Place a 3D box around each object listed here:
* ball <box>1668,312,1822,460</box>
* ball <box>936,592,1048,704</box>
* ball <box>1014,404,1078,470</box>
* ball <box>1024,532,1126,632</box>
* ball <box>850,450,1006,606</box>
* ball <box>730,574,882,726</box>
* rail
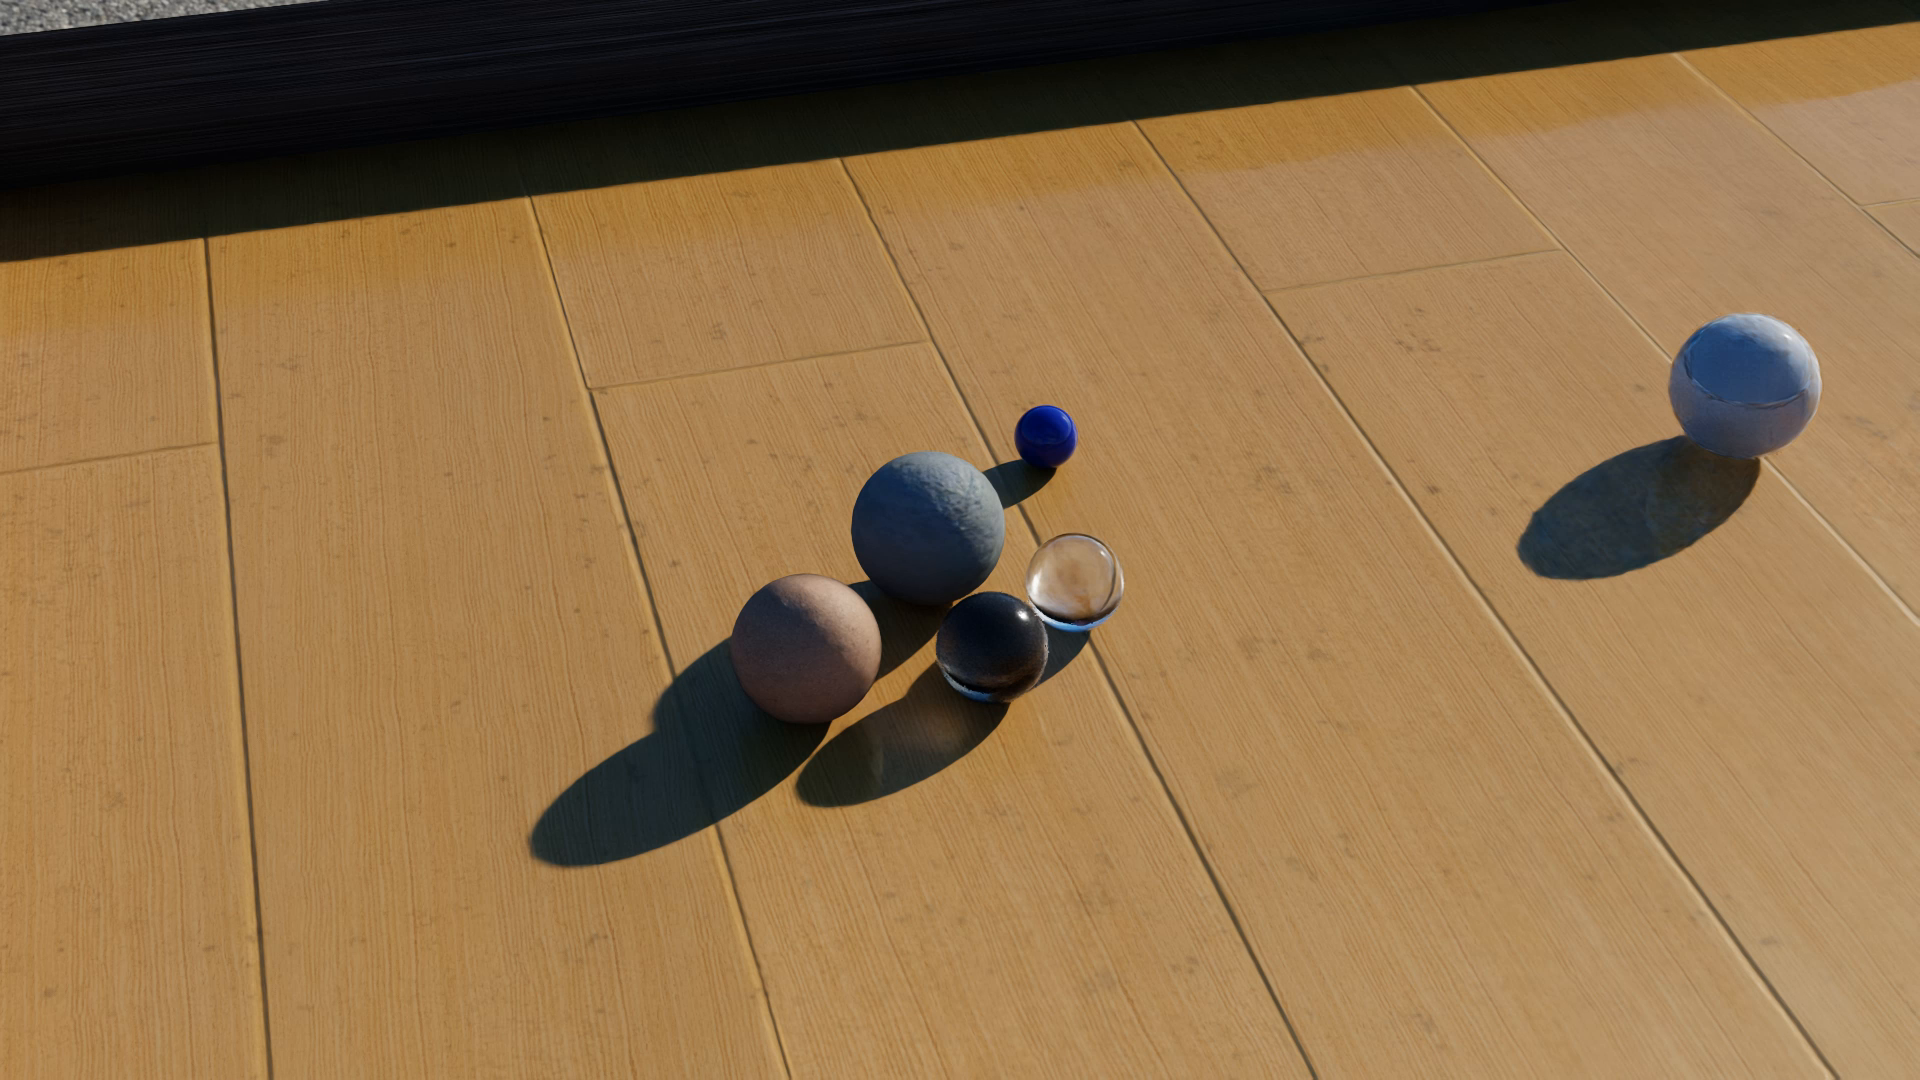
[{"bbox_3d":[0.521,-0.102,1.705,0.098,0.098,0.098,0,36,0],"label":"ball"},{"bbox_3d":[0.019,0.063,1.502,0.066,0.066,0.066,0,36,0],"label":"ball"},{"bbox_3d":[0.057,-0.068,1.705,0.043,0.043,0.043,0,36,0],"label":"ball"},{"bbox_3d":[0.070,0.026,1.558,0.061,0.061,0.061,0,36,0],"label":"ball"},{"bbox_3d":[-0.019,-0.007,1.575,0.095,0.095,0.095,0,36,0],"label":"ball"},{"bbox_3d":[-0.089,0.063,1.483,0.088,0.088,0.088,0,36,0],"label":"ball"},{"bbox_3d":[0.479,-0.516,2.255,2.745,0.127,0.045,-9,37,-12],"label":"rail"}]
